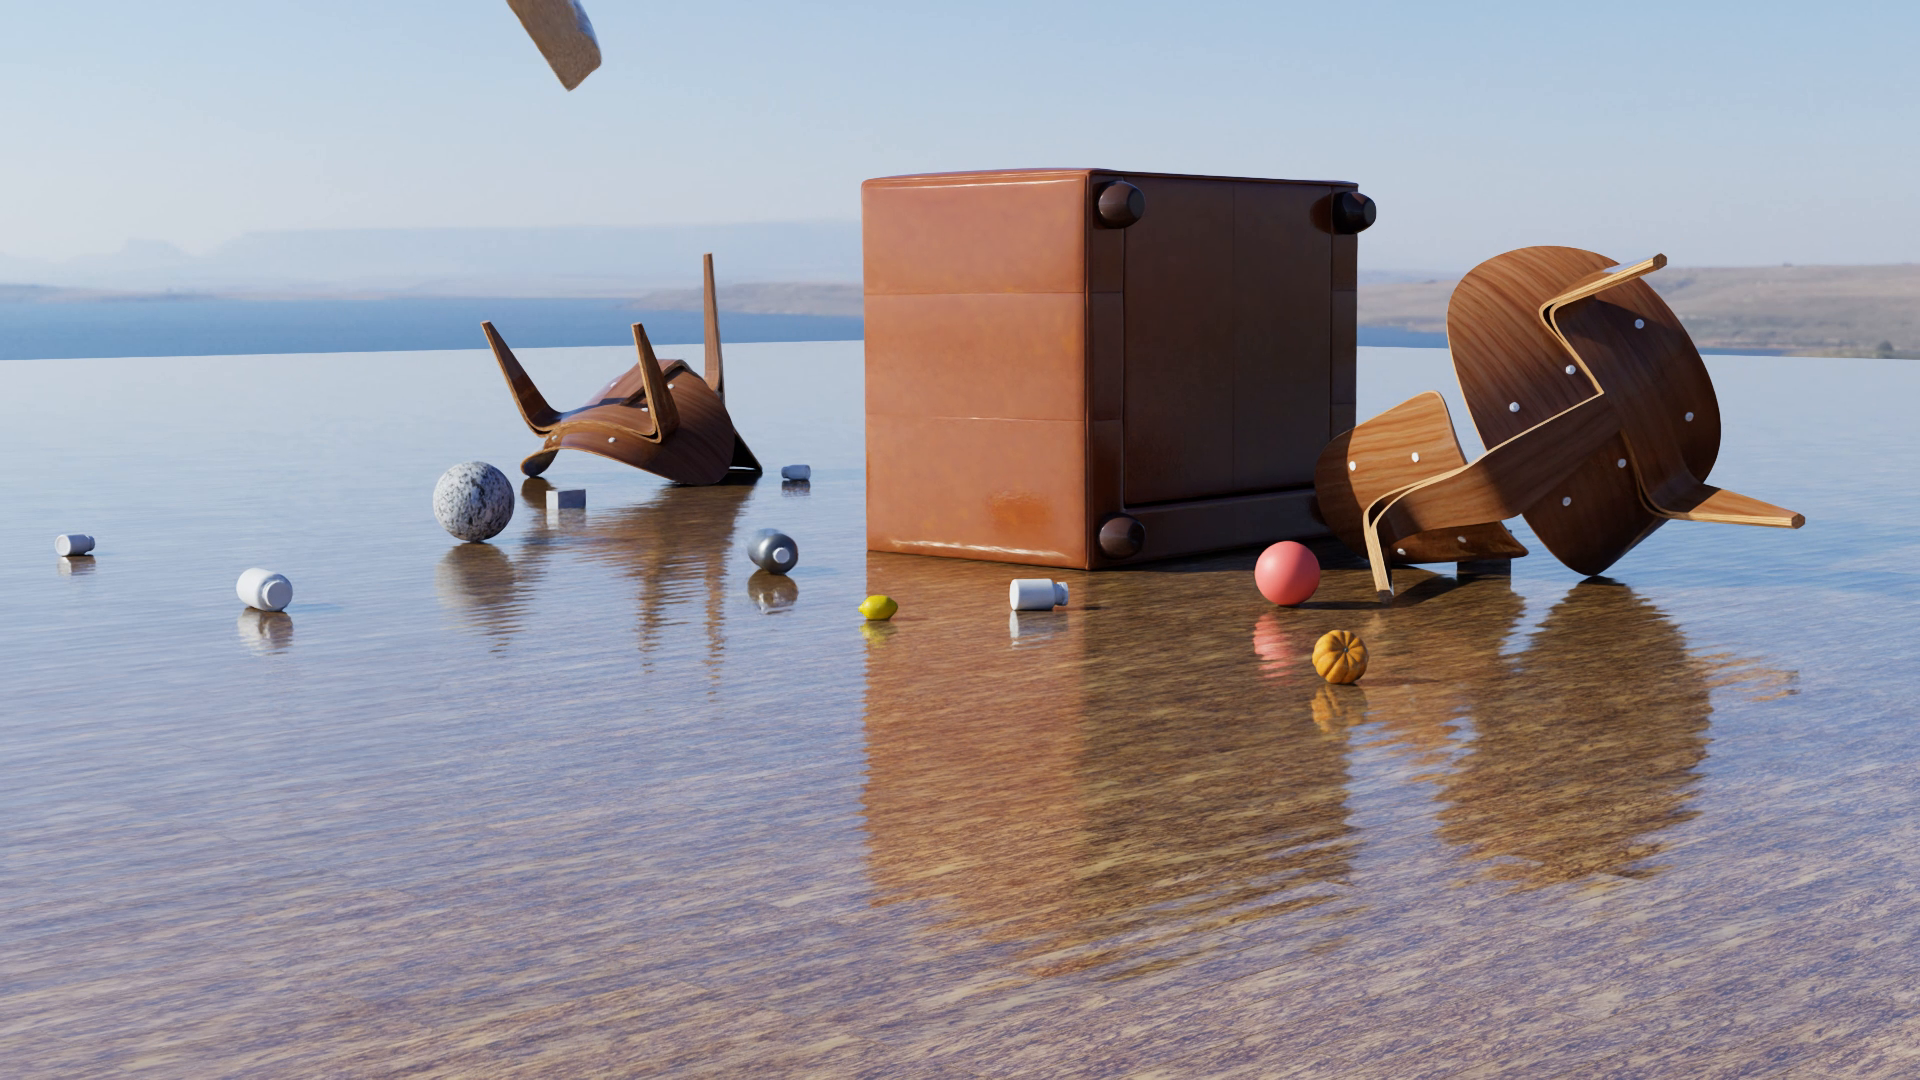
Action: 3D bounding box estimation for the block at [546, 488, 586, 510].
[{"bbox_3d":[-1.122,-0.117,7.309,0.044,0.049,0.113,4,7,35],"label":"block"}]

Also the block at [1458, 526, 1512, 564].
[{"bbox_3d":[1.214,0.011,5.940,0.097,0.074,0.076,-3,6,-24],"label":"block"}]

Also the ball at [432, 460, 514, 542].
[{"bbox_3d":[-1.206,-0.096,6.364,0.200,0.200,0.200,0,6,0],"label":"ball"}]

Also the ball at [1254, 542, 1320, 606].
[{"bbox_3d":[0.655,0.067,5.126,0.130,0.130,0.130,0,6,0],"label":"ball"}]
